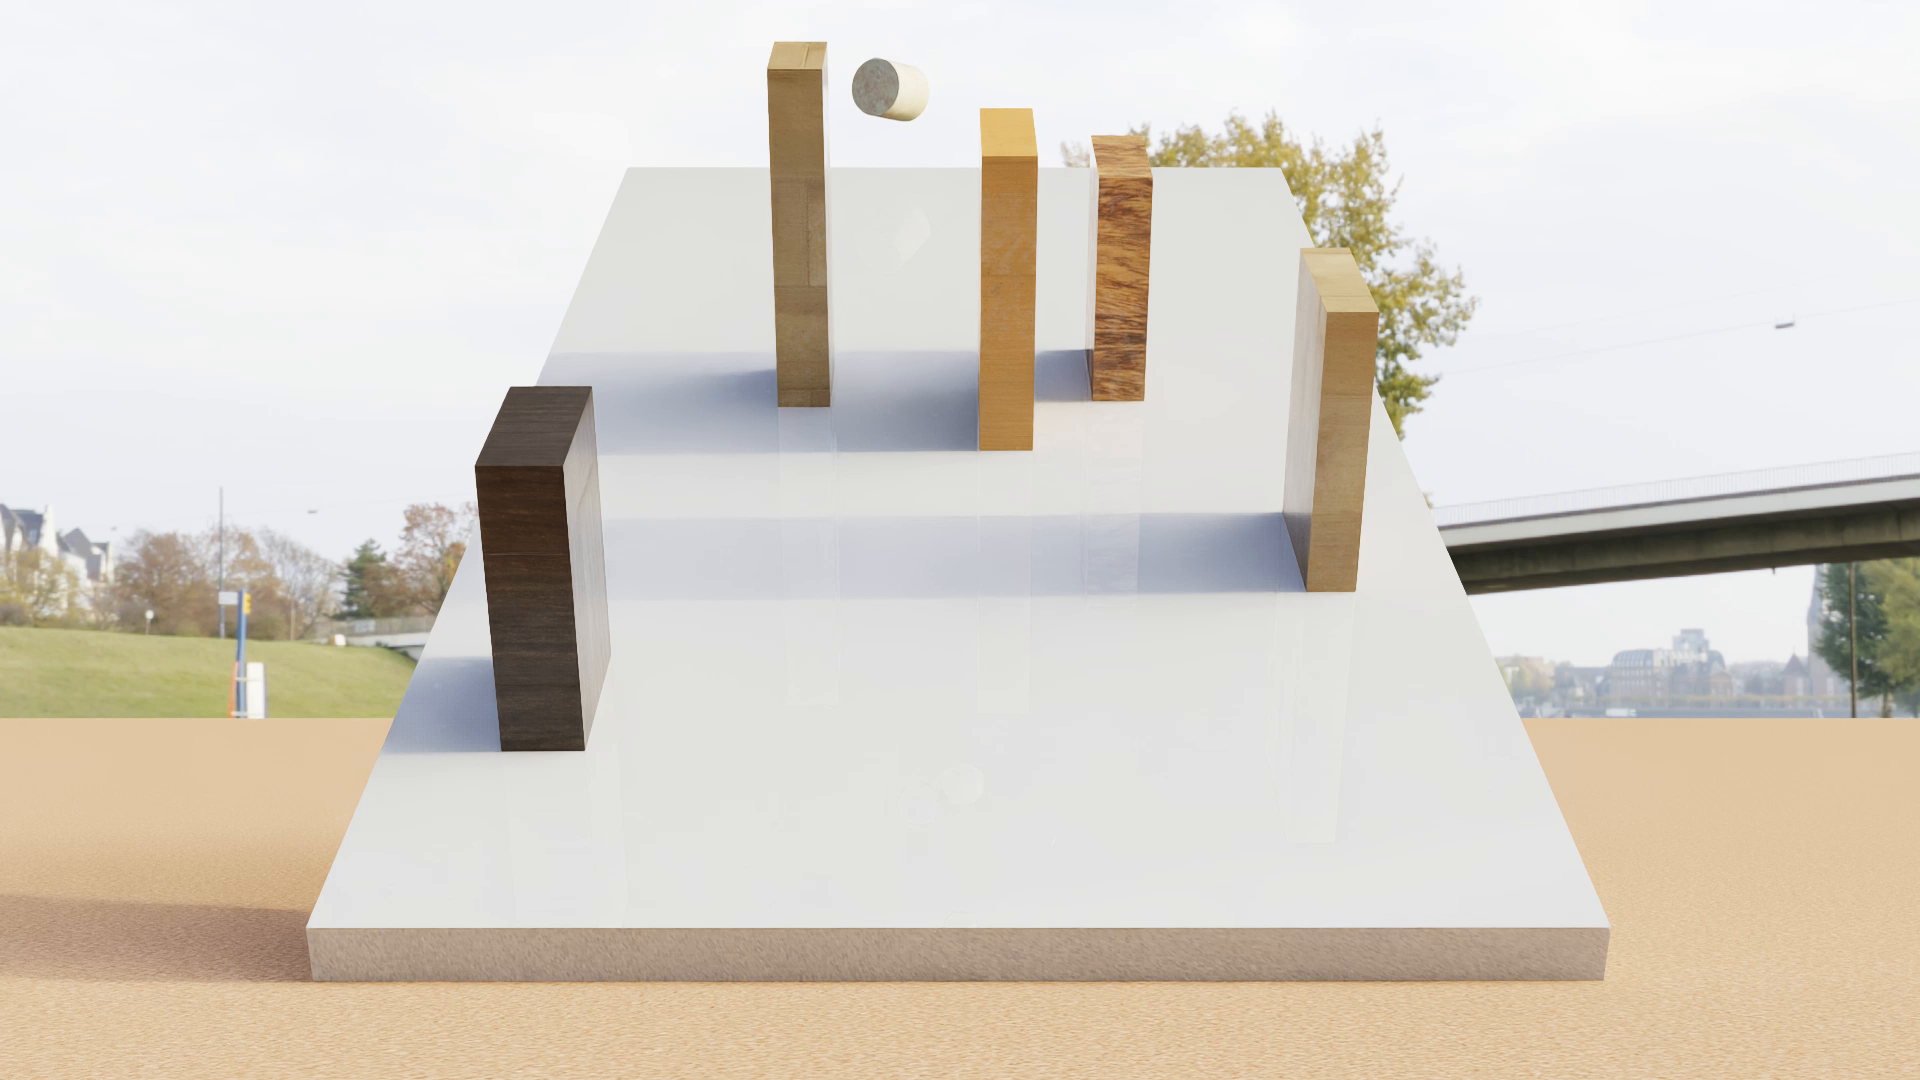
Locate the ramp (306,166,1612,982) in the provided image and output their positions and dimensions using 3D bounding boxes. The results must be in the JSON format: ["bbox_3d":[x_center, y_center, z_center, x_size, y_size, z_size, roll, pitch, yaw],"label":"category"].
[{"bbox_3d":[-0.009,-0.229,5.426,2.000,0.100,4.000,0,26,0],"label":"ramp"}]

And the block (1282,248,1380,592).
[{"bbox_3d":[0.730,-0.242,4.668,0.098,0.584,0.371,0,26,0],"label":"block"}]

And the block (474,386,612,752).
[{"bbox_3d":[-0.722,0.047,4.111,0.145,0.540,0.347,0,26,0],"label":"block"}]

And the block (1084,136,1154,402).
[{"bbox_3d":[0.371,-0.643,5.549,0.122,0.542,0.342,0,26,0],"label":"block"}]

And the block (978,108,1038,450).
[{"bbox_3d":[0.104,-0.587,5.275,0.119,0.676,0.377,0,26,0],"label":"block"}]

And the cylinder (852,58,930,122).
[{"bbox_3d":[-0.213,-1.384,7.239,0.175,0.175,0.175,-3,1,31],"label":"cylinder"}]

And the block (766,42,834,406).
[{"bbox_3d":[-0.363,-0.723,5.416,0.121,0.797,0.249,0,26,0],"label":"block"}]
